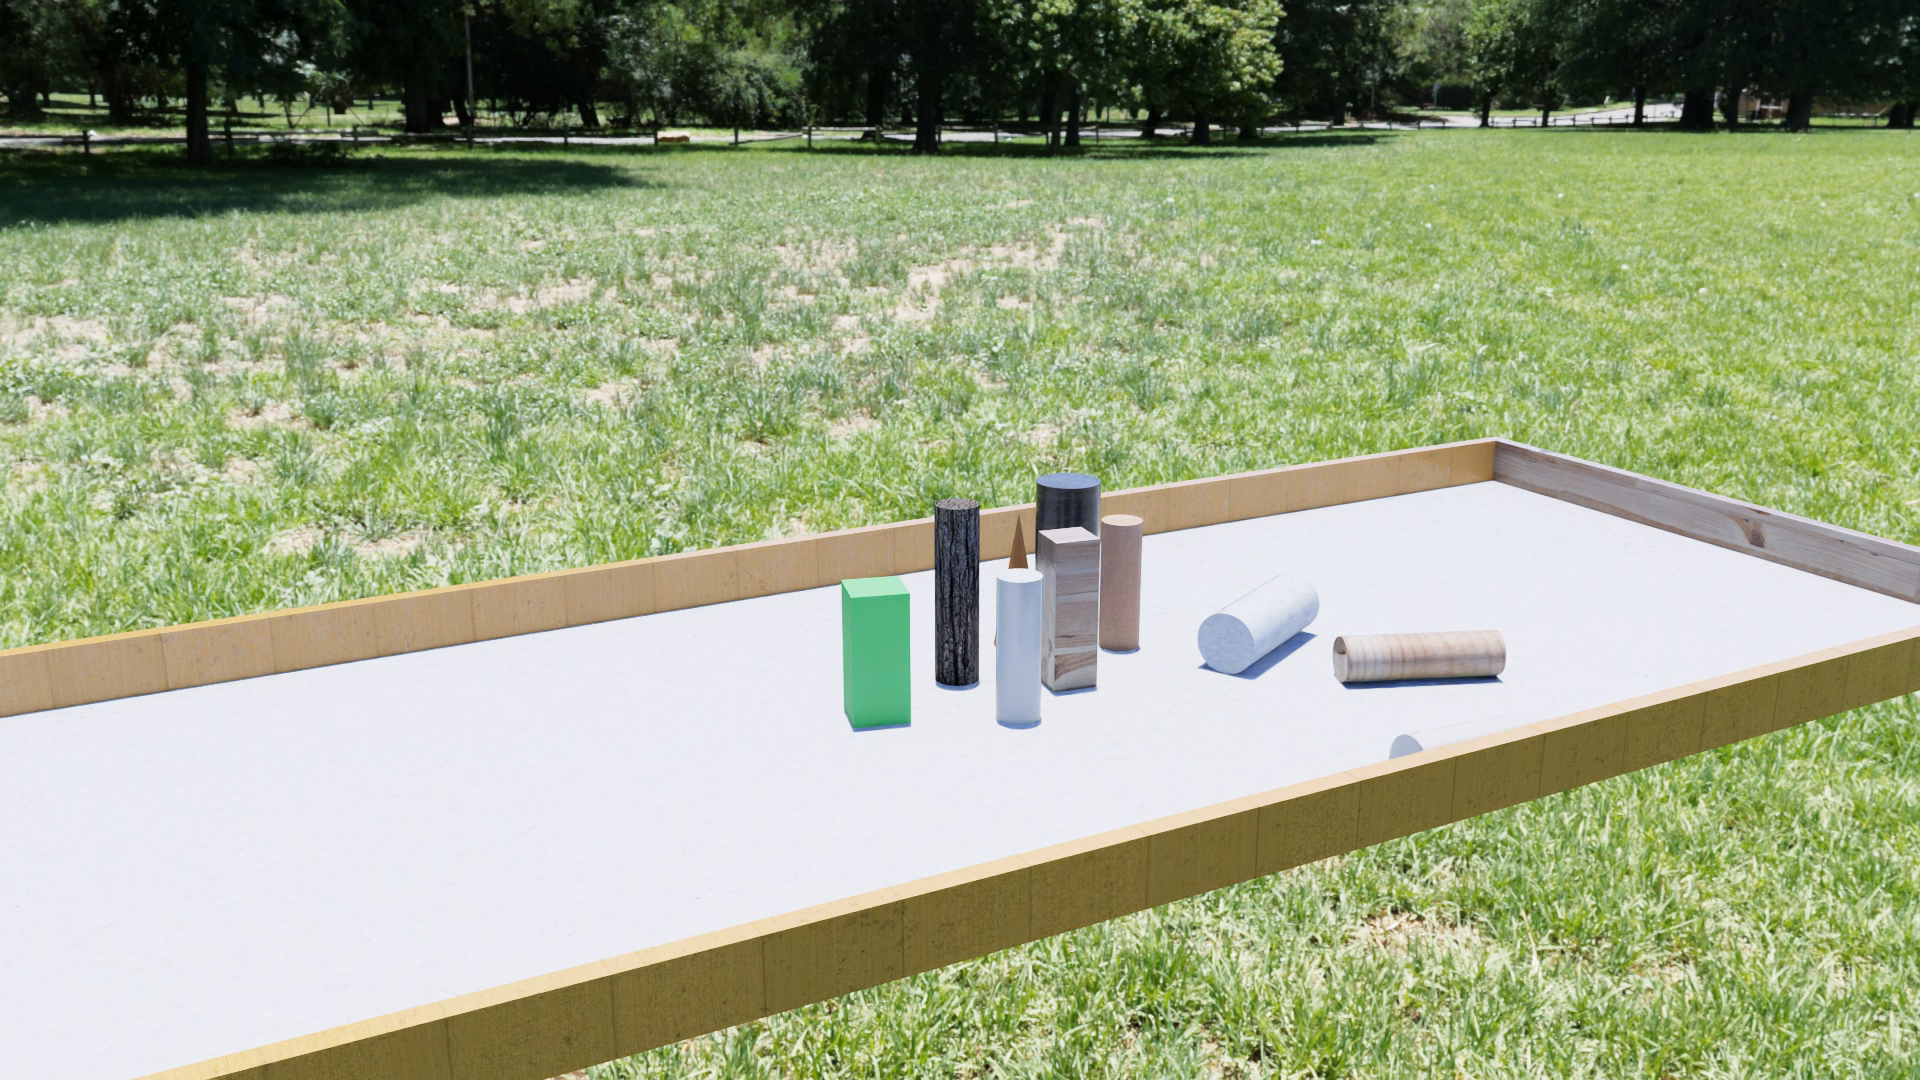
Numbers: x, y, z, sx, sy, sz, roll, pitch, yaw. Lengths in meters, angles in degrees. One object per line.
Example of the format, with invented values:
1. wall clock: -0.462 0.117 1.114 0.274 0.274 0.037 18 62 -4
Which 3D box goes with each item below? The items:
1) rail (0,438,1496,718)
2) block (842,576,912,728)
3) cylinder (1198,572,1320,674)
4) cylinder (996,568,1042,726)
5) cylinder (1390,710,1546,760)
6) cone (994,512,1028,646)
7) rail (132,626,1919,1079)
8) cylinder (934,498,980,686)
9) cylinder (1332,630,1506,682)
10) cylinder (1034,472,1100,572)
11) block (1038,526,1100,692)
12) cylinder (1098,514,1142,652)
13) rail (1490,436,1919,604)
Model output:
1. rail: -3.305 0.497 3.399 12.000 0.150 0.050 -9 18 -27
2. block: -0.198 0.263 3.890 0.138 0.322 0.138 -4 17 -13
3. cylinder: 0.790 0.215 4.341 0.160 0.160 0.413 11 20 33
4. cylinder: 0.139 0.251 3.877 0.108 0.352 0.108 0 16 0
5. cylinder: 1.105 0.459 3.553 0.338 0.135 0.135 -7 18 -23
6. cone: 0.154 0.102 4.360 0.129 0.365 0.129 0 16 0
7. rail: -2.336 1.006 1.665 12.000 0.150 0.050 -9 18 -27
8. cylinder: -0.007 0.130 4.104 0.112 0.456 0.112 0 16 0
9. cylinder: 1.156 0.292 4.156 0.409 0.116 0.116 -2 16 -7
10. cylinder: 0.298 0.024 4.582 0.178 0.389 0.178 0 16 0
11. block: 0.267 0.172 4.090 0.115 0.384 0.115 -6 17 -19
12. cylinder: 0.424 0.113 4.358 0.108 0.345 0.108 0 16 0
13. rail: 2.466 -0.048 5.253 0.050 0.150 2.100 -9 18 -27
